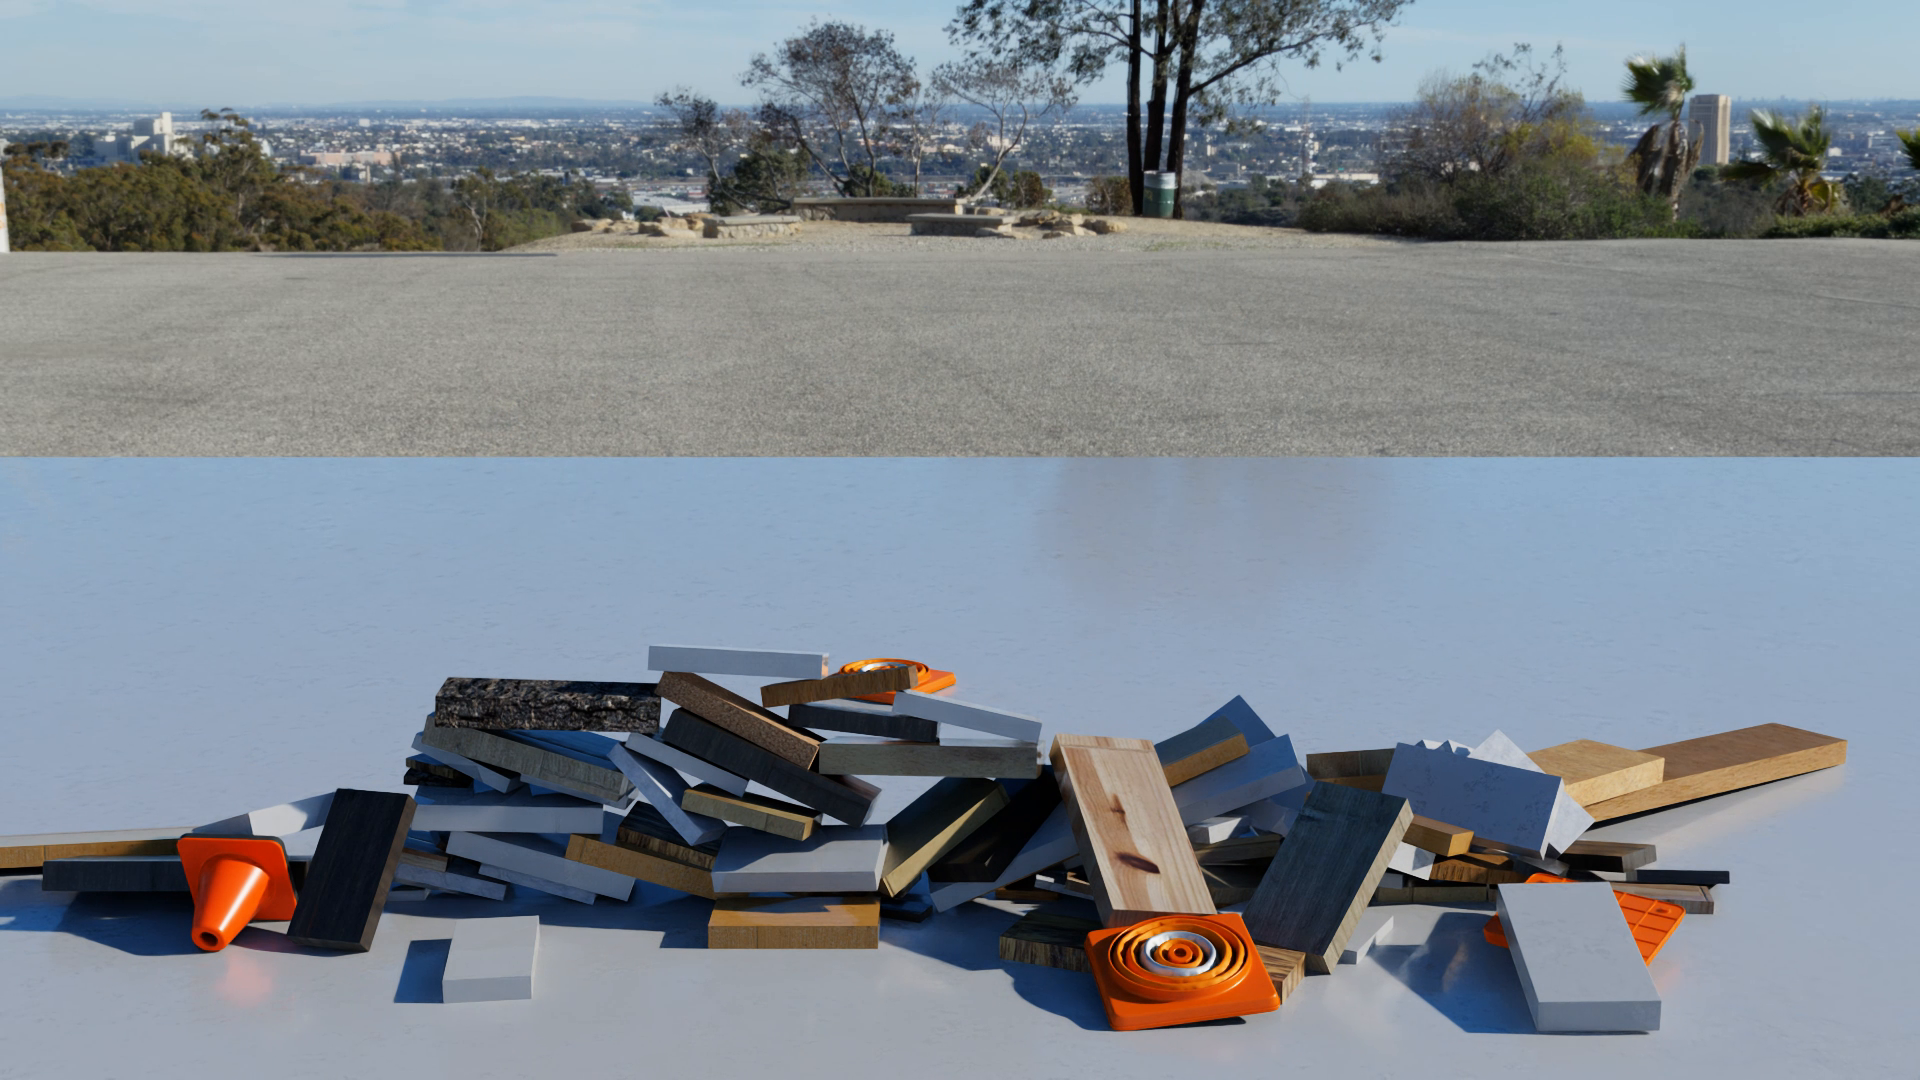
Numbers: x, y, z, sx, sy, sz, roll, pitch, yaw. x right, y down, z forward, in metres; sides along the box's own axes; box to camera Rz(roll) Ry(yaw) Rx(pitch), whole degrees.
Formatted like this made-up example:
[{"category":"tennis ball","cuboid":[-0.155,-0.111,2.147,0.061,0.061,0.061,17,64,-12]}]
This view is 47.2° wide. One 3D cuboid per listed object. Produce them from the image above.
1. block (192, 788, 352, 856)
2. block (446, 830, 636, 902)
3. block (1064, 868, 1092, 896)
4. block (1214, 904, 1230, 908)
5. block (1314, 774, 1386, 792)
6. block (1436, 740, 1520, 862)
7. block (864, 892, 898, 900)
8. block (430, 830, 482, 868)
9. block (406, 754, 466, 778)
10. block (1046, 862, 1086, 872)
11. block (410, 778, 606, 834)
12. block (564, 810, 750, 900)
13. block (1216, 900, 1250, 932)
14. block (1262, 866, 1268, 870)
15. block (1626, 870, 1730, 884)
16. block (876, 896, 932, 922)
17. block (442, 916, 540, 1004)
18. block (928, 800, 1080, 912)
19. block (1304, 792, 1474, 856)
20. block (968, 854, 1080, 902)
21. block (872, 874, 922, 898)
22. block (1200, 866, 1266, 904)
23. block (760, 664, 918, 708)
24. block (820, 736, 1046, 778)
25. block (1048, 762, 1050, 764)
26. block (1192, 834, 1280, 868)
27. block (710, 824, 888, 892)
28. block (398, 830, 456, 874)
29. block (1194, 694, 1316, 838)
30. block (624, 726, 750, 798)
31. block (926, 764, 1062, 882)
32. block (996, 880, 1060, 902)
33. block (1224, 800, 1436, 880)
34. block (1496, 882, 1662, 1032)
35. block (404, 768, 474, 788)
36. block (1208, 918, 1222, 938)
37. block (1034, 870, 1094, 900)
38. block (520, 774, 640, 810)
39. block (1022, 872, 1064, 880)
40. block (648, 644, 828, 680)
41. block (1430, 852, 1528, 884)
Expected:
[{"category":"block","cuboid":[-1.145,0.472,3.664,0.170,0.048,0.339,-12,-4,-35]},{"category":"block","cuboid":[-0.686,0.515,3.660,0.305,0.043,0.153,16,10,-4]},{"category":"block","cuboid":[0.235,0.574,3.636,0.120,0.017,0.060,14,12,4]},{"category":"block","cuboid":[0.345,0.569,3.586,0.186,0.026,0.093,6,13,-36]},{"category":"block","cuboid":[0.684,0.455,3.947,0.335,0.047,0.167,-9,-12,34]},{"category":"block","cuboid":[0.904,0.458,3.804,0.112,0.032,0.223,21,40,-34]},{"category":"block","cuboid":[-0.152,0.585,3.658,0.101,0.014,0.050,2,11,12]},{"category":"block","cuboid":[-0.832,0.509,3.658,0.105,0.015,0.053,35,10,-38]},{"category":"block","cuboid":[-0.870,0.377,3.682,0.105,0.015,0.053,9,12,29]},{"category":"block","cuboid":[0.170,0.555,3.739,0.120,0.017,0.060,-1,-8,21]},{"category":"block","cuboid":[-0.743,0.438,3.637,0.305,0.043,0.153,2,11,-8]},{"category":"block","cuboid":[-0.492,0.526,3.663,0.305,0.043,0.153,16,10,-3]},{"category":"block","cuboid":[0.509,0.601,3.537,0.186,0.026,0.093,-8,13,-36]},{"category":"block","cuboid":[0.526,0.561,3.779,0.059,0.017,0.119,2,11,12]},{"category":"block","cuboid":[1.202,0.564,3.687,0.151,0.021,0.076,1,-8,3]},{"category":"block","cuboid":[-0.101,0.600,3.574,0.101,0.014,0.050,5,11,23]},{"category":"block","cuboid":[-0.708,0.634,3.335,0.127,0.036,0.254,-1,11,-8]},{"category":"block","cuboid":[0.076,0.510,3.602,0.267,0.038,0.134,-24,20,5]},{"category":"block","cuboid":[0.711,0.469,3.655,0.254,0.036,0.127,14,3,29]},{"category":"block","cuboid":[0.122,0.505,3.671,0.267,0.038,0.134,-24,20,5]},{"category":"block","cuboid":[-0.104,0.570,3.659,0.050,0.014,0.101,3,11,17]},{"category":"block","cuboid":[0.449,0.563,3.601,0.186,0.026,0.093,7,12,-40]},{"category":"block","cuboid":[-0.197,0.241,3.624,0.244,0.035,0.122,-8,-2,5]},{"category":"block","cuboid":[-0.042,0.355,3.604,0.351,0.050,0.176,1,-1,7]},{"category":"block","cuboid":[0.190,0.464,4.269,0.098,0.028,0.195,6,12,30]},{"category":"block","cuboid":[0.400,0.533,3.678,0.252,0.036,0.126,-5,-17,-5]},{"category":"block","cuboid":[-0.255,0.511,3.535,0.264,0.037,0.132,-2,26,8]},{"category":"block","cuboid":[-0.937,0.502,3.654,0.194,0.027,0.097,14,9,-2]},{"category":"block","cuboid":[0.523,0.410,3.927,0.136,0.039,0.273,-36,47,-2]},{"category":"block","cuboid":[-0.440,0.355,3.591,0.206,0.029,0.103,24,6,-3]},{"category":"block","cuboid":[0.067,0.464,3.616,0.134,0.038,0.267,-7,27,41]},{"category":"block","cuboid":[0.114,0.583,3.664,0.104,0.015,0.052,2,10,8]},{"category":"block","cuboid":[0.609,0.489,3.647,0.159,0.045,0.318,23,-8,-43]},{"category":"block","cuboid":[0.909,0.611,3.251,0.170,0.048,0.339,-2,20,4]},{"category":"block","cuboid":[-0.868,0.396,3.663,0.105,0.015,0.053,3,11,-2]},{"category":"block","cuboid":[0.323,0.614,3.479,0.164,0.023,0.082,4,11,22]},{"category":"block","cuboid":[0.175,0.572,3.656,0.104,0.015,0.052,13,12,-3]},{"category":"block","cuboid":[-0.628,0.400,3.645,0.181,0.026,0.090,15,9,3]},{"category":"block","cuboid":[0.122,0.566,3.713,0.104,0.015,0.052,1,-8,5]},{"category":"block","cuboid":[-0.362,0.199,3.616,0.281,0.040,0.140,3,-2,1]},{"category":"block","cuboid":[0.844,0.543,3.653,0.178,0.025,0.089,7,8,-15]}]
